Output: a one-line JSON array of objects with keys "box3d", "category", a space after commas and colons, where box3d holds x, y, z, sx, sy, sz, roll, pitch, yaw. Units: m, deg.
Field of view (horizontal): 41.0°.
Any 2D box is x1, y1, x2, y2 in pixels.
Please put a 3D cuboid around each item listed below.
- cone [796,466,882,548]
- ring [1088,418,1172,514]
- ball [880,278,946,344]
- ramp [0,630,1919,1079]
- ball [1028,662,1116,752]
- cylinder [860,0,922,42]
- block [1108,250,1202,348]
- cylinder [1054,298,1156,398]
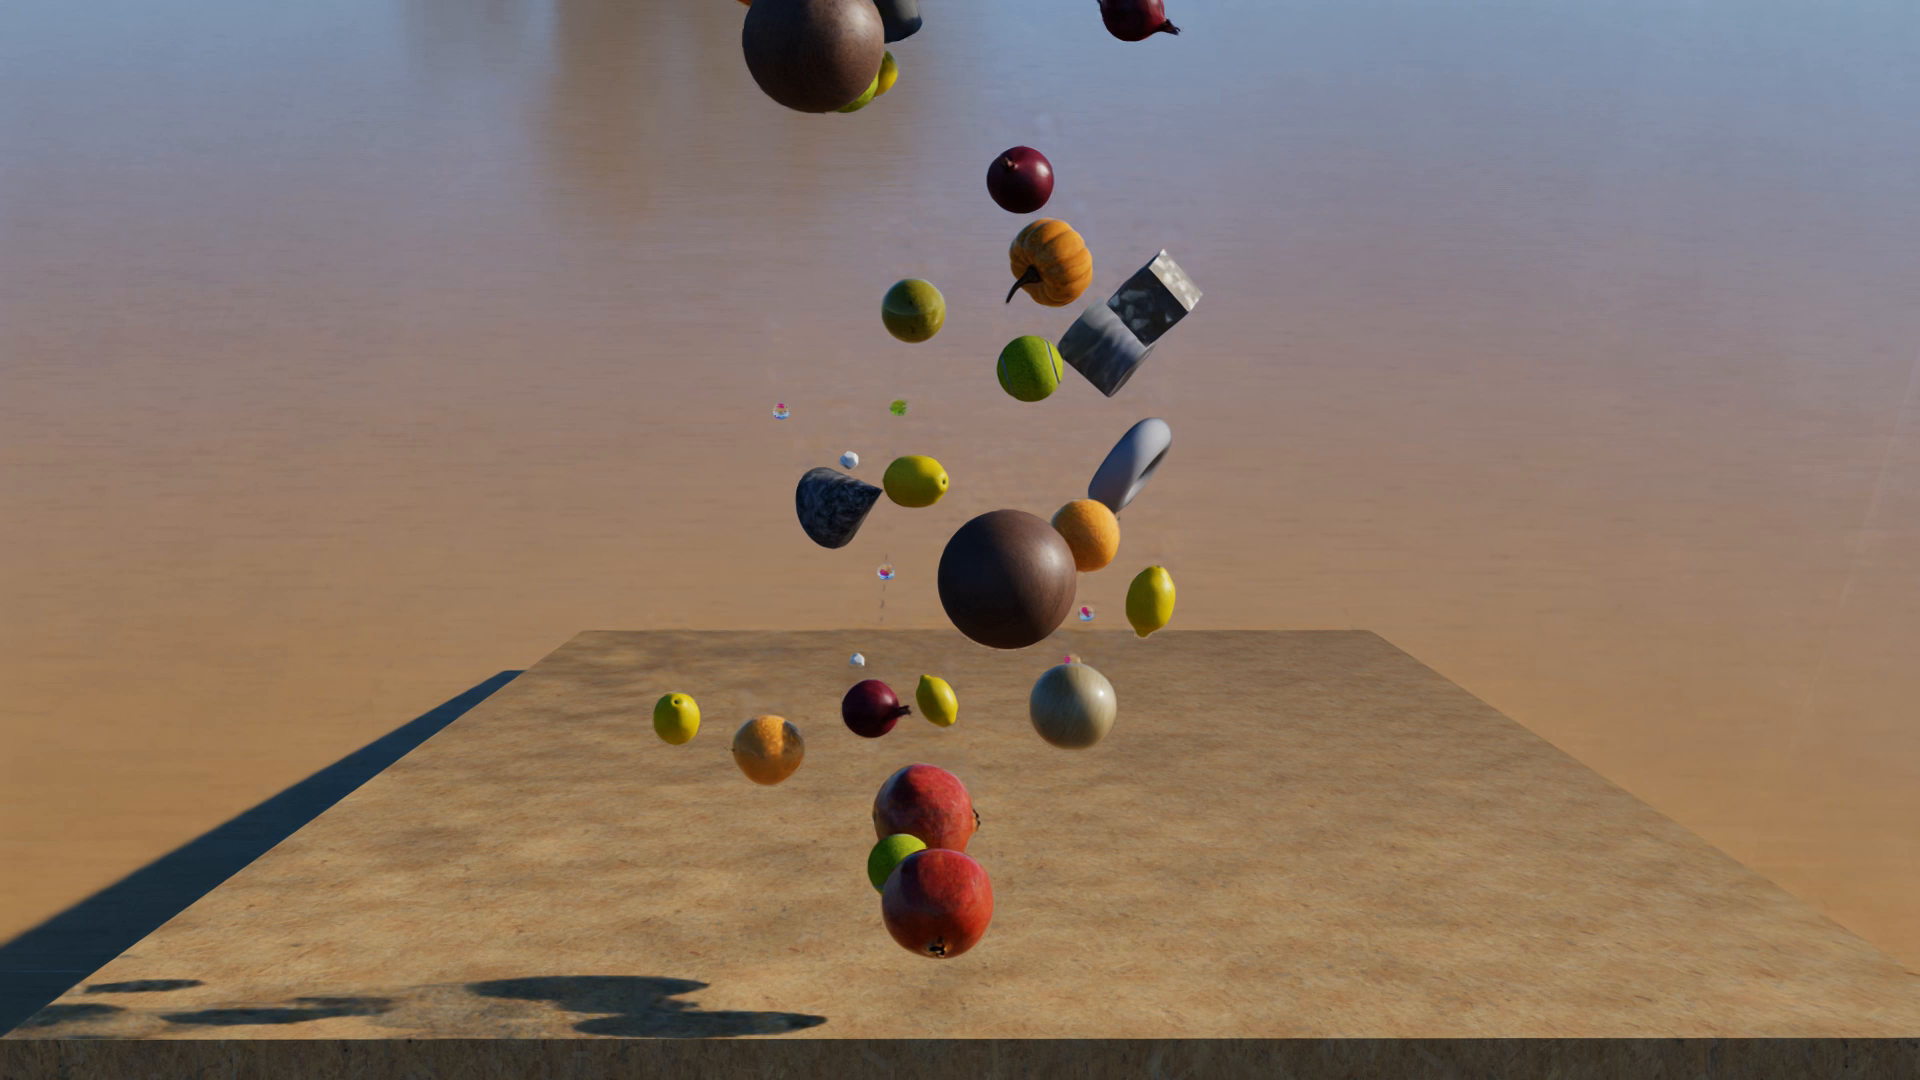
[{"box3d": [-0.097, -0.038, 2.385, 0.079, 0.079, 0.079, -16, 3, 44], "category": "cone"}, {"box3d": [0.174, -0.076, 2.629, 0.039, 0.116, 0.116, 38, 30, 9], "category": "ring"}, {"box3d": [-0.051, -0.253, 2.826, 0.072, 0.072, 0.072, 0, 19, 0], "category": "ball"}, {"box3d": [0.046, 0.411, 4.537, 2.000, 0.100, 4.000, 0, 4, 0], "category": "ramp"}, {"box3d": [0.108, 0.159, 2.454, 0.084, 0.084, 0.084, 0, 19, 0], "category": "ball"}, {"box3d": [-0.072, -0.546, 2.624, 0.053, 0.053, 0.053, -12, 38, 9], "category": "cylinder"}, {"box3d": [0.190, -0.235, 2.503, 0.058, 0.058, 0.058, -39, 6, 30], "category": "block"}, {"box3d": [0.156, -0.208, 2.768, 0.077, 0.077, 0.077, 41, 29, 6], "category": "cylinder"}]
